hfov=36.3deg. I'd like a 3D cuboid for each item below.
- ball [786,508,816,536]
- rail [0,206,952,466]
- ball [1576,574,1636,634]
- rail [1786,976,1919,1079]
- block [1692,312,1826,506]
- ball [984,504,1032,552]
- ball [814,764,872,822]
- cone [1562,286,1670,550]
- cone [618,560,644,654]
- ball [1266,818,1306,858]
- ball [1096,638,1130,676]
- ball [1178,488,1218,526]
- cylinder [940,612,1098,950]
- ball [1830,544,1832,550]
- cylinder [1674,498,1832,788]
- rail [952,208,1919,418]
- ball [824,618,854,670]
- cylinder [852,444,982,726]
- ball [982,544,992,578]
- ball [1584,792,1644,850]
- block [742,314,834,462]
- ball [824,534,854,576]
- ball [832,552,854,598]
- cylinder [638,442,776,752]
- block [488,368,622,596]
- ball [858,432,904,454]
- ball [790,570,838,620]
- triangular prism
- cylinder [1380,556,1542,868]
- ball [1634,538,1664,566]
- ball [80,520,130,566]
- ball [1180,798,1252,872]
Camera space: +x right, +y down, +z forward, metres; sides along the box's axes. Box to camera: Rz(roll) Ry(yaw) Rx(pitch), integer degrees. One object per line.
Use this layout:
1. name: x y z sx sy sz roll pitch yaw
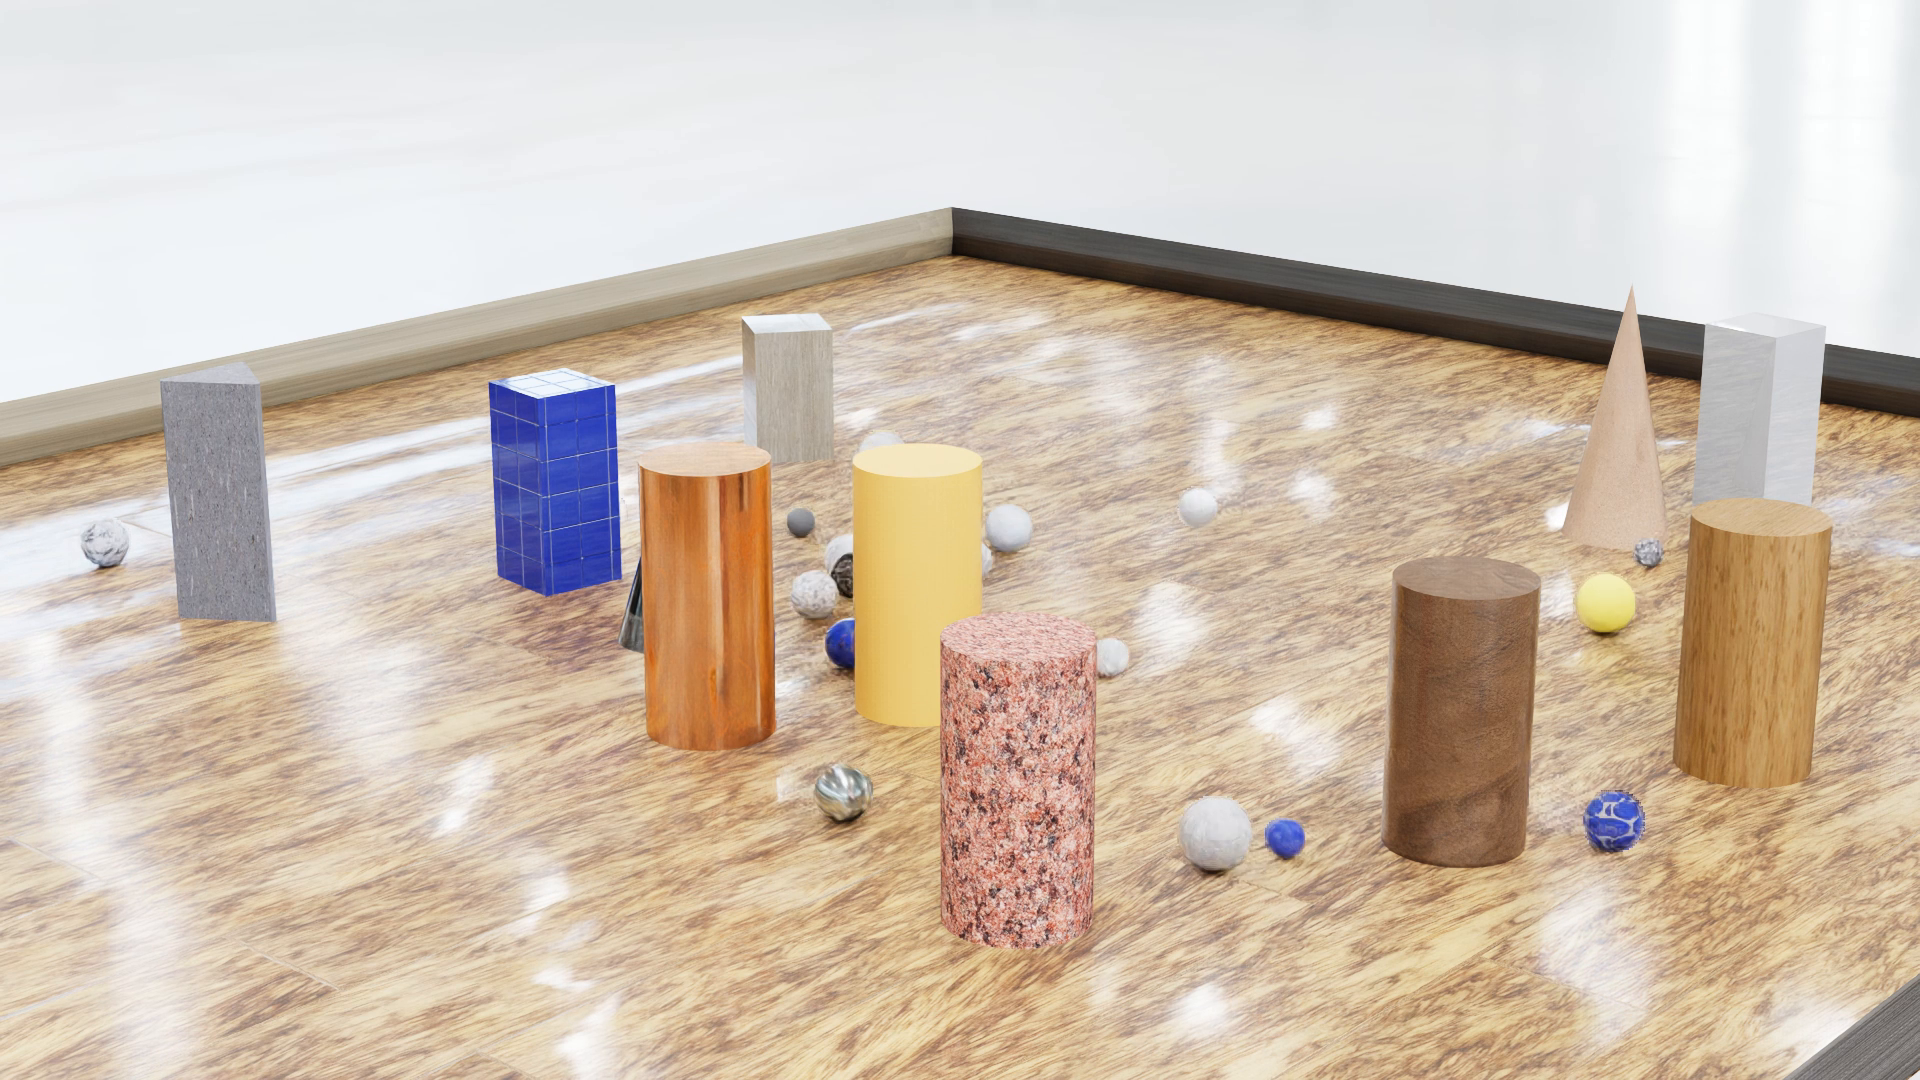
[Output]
1. ball: -0.297 -0.034 5.472 0.054 0.054 0.054 0 17 0
2. rail: -1.513 -0.346 6.378 0.045 0.129 4.598 14 22 39
3. ball: 1.085 0.107 4.928 0.099 0.099 0.099 0 17 0
4. rail: 1.513 0.411 3.862 0.045 0.129 4.598 14 22 39
5. block: 1.529 -0.236 5.613 0.159 0.360 0.159 -14 21 -38
6. ball: 0.089 -0.022 5.375 0.088 0.088 0.088 0 17 0
7. ball: -0.165 0.357 4.130 0.081 0.081 0.081 0 17 0
8. cone: 1.228 -0.241 5.424 0.199 0.480 0.199 0 17 0
9. cone: -0.475 0.003 4.868 0.199 0.333 0.199 0 17 0
10. ball: 0.446 0.407 4.010 0.053 0.053 0.053 0 17 0
11. ball: 0.242 0.189 4.722 0.062 0.062 0.062 0 17 0
12. ball: 0.449 -0.061 5.532 0.072 0.072 0.072 0 17 0
13. cylinder: 0.074 0.307 3.767 0.199 0.386 0.199 0 17 0
14. ball: 1.534 0.006 5.296 0.081 0.081 0.081 0 17 0
15. cylinder: 1.160 0.149 4.298 0.199 0.382 0.199 0 17 0
16. rail: 1.492 -0.463 6.765 4.055 0.129 0.045 14 22 39
17. ball: -0.178 0.168 4.754 0.083 0.083 0.083 0 17 0
18. cylinder: -0.065 0.068 4.539 0.199 0.397 0.199 0 17 0
19. ball: 0.021 0.037 5.208 0.073 0.073 0.073 0 17 0
20. ball: 0.899 0.386 4.033 0.081 0.081 0.081 0 17 0
21. block: -0.354 -0.313 6.023 0.159 0.271 0.159 -4 17 -13
22. ball: -0.198 0.033 5.193 0.086 0.086 0.086 0 17 0
23. ball: -0.184 0.062 5.111 0.081 0.081 0.081 0 17 0
24. cylinder: -0.381 0.084 4.435 0.199 0.428 0.199 0 17 0
25. block: -0.714 -0.104 5.182 0.159 0.357 0.159 -14 22 -38
26. ball: -0.153 -0.167 5.836 0.099 0.099 0.099 0 17 0
27. ball: -0.248 0.094 5.000 0.083 0.083 0.083 0 17 0
28. triangular prism: -1.241 -0.085 5.016 0.172 0.416 0.149 2 17 8
29. cylinder: 0.684 0.234 4.016 0.199 0.383 0.199 0 17 0
30. ball: 1.244 0.021 5.292 0.053 0.053 0.053 0 17 0
31. ball: -1.543 0.005 5.292 0.085 0.085 0.085 0 17 0
32. ball: 0.346 0.398 3.962 0.099 0.099 0.099 0 17 0
